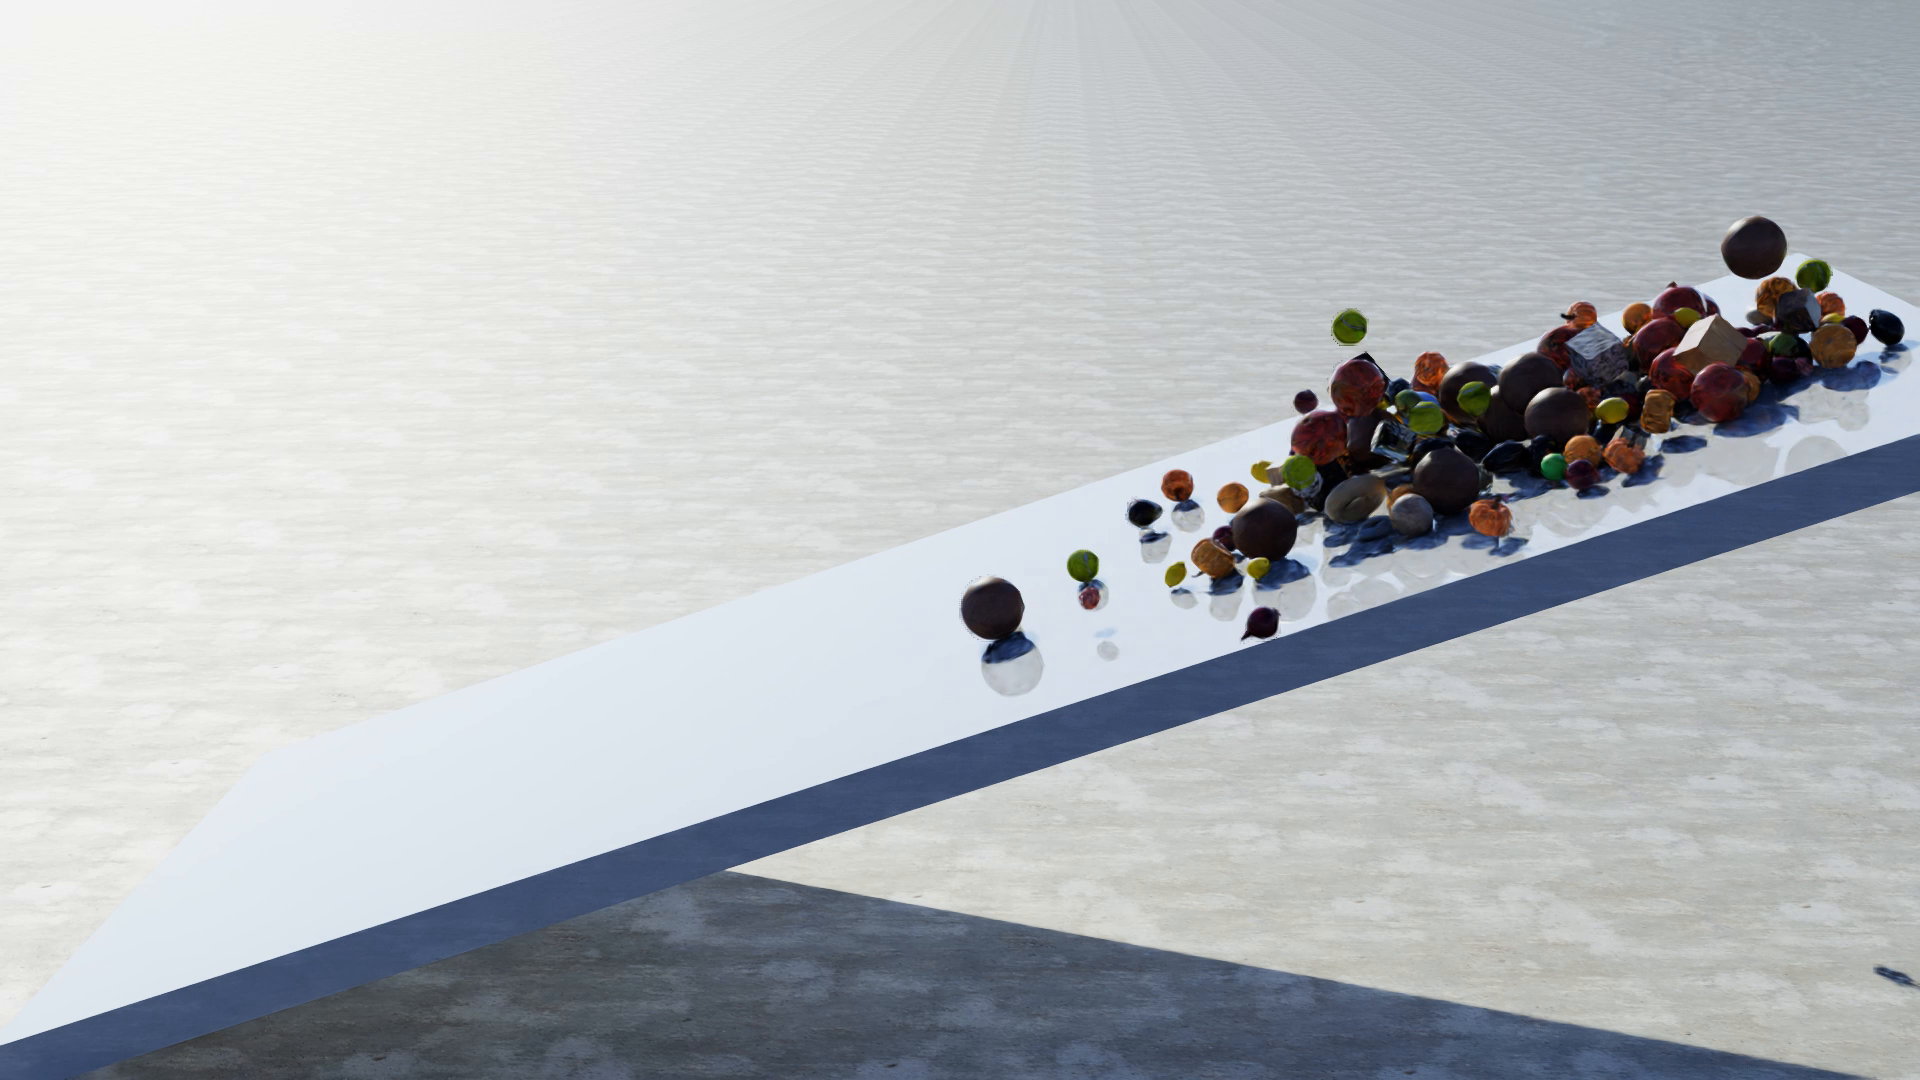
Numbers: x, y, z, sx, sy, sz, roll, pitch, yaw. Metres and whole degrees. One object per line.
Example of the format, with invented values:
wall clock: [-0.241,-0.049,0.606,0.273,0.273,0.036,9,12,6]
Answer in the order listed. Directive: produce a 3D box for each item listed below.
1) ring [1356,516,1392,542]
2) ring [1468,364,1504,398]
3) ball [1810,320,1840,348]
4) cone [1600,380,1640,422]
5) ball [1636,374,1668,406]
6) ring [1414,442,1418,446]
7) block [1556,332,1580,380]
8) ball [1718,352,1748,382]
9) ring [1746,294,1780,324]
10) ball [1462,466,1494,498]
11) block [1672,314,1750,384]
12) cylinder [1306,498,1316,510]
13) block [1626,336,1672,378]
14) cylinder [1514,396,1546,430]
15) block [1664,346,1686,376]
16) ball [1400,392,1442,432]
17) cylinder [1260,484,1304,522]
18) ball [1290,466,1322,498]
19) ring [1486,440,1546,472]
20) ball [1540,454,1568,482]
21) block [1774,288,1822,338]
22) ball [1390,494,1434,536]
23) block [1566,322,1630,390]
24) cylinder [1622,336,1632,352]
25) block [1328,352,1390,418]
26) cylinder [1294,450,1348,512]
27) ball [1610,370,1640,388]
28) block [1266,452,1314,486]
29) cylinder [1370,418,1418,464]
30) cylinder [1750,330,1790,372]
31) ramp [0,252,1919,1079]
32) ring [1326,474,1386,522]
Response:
ring: [0.810,-0.023,5.746,0.077,0.026,0.077,-26,16,8]
ring: [1.189,-0.359,6.656,0.095,0.095,0.032,-11,53,-41]
ball: [1.766,-0.420,5.998,0.059,0.059,0.059,0,12,0]
cone: [1.366,-0.283,6.014,0.088,0.088,0.088,9,7,36]
ball: [1.415,-0.305,6.019,0.065,0.065,0.065,0,12,0]
ring: [0.949,-0.220,6.344,0.078,0.026,0.078,22,-11,5]
block: [1.391,-0.414,6.545,0.083,0.083,0.083,-13,12,35]
ball: [1.568,-0.363,6.003,0.078,0.078,0.078,0,12,0]
ring: [1.784,-0.506,6.440,0.130,0.043,0.130,-18,12,4]
ball: [1.015,-0.115,5.771,0.062,0.062,0.062,0,12,0]
block: [1.480,-0.377,5.797,0.087,0.087,0.087,39,-19,-9]
cylinder: [0.759,-0.102,6.138,0.059,0.059,0.059,-35,31,-33]
block: [1.440,-0.378,6.171,0.066,0.066,0.066,2,41,-22]
cylinder: [1.199,-0.268,6.188,0.050,0.050,0.050,14,-25,48]
block: [1.496,-0.378,6.233,0.055,0.055,0.055,-15,10,-28]
ball: [0.983,-0.273,6.274,0.085,0.085,0.085,0,12,0]
cylinder: [0.674,-0.080,6.161,0.070,0.070,0.070,-13,4,29]
ball: [0.701,-0.116,5.956,0.065,0.065,0.065,0,12,0]
ring: [1.119,-0.169,5.915,0.122,0.041,0.122,-15,8,2]
ball: [1.150,-0.141,5.687,0.054,0.054,0.054,0,12,0]
block: [1.698,-0.462,5.954,0.064,0.064,0.064,-12,36,36]
ball: [0.865,-0.047,5.636,0.083,0.083,0.083,0,12,0]
block: [1.306,-0.377,6.028,0.083,0.083,0.083,-33,41,-7]
cylinder: [1.455,-0.408,6.439,0.058,0.058,0.058,-35,-13,38]
block: [0.847,-0.330,6.254,0.085,0.085,0.085,-28,67,-19]
cylinder: [0.750,-0.122,6.055,0.090,0.090,0.090,-26,-18,-9]
ball: [1.378,-0.313,6.089,0.076,0.076,0.076,0,12,0]
block: [0.720,-0.135,6.331,0.080,0.080,0.080,-11,13,35]
cylinder: [0.869,-0.199,5.890,0.072,0.072,0.072,19,12,-2]
cylinder: [1.651,-0.385,5.999,0.066,0.066,0.066,-17,9,3]
ramp: [0.107,0.180,6.305,4.000,0.100,2.000,-18,11,6]
ring: [0.791,-0.083,5.880,0.131,0.131,0.044,-6,56,-26]
